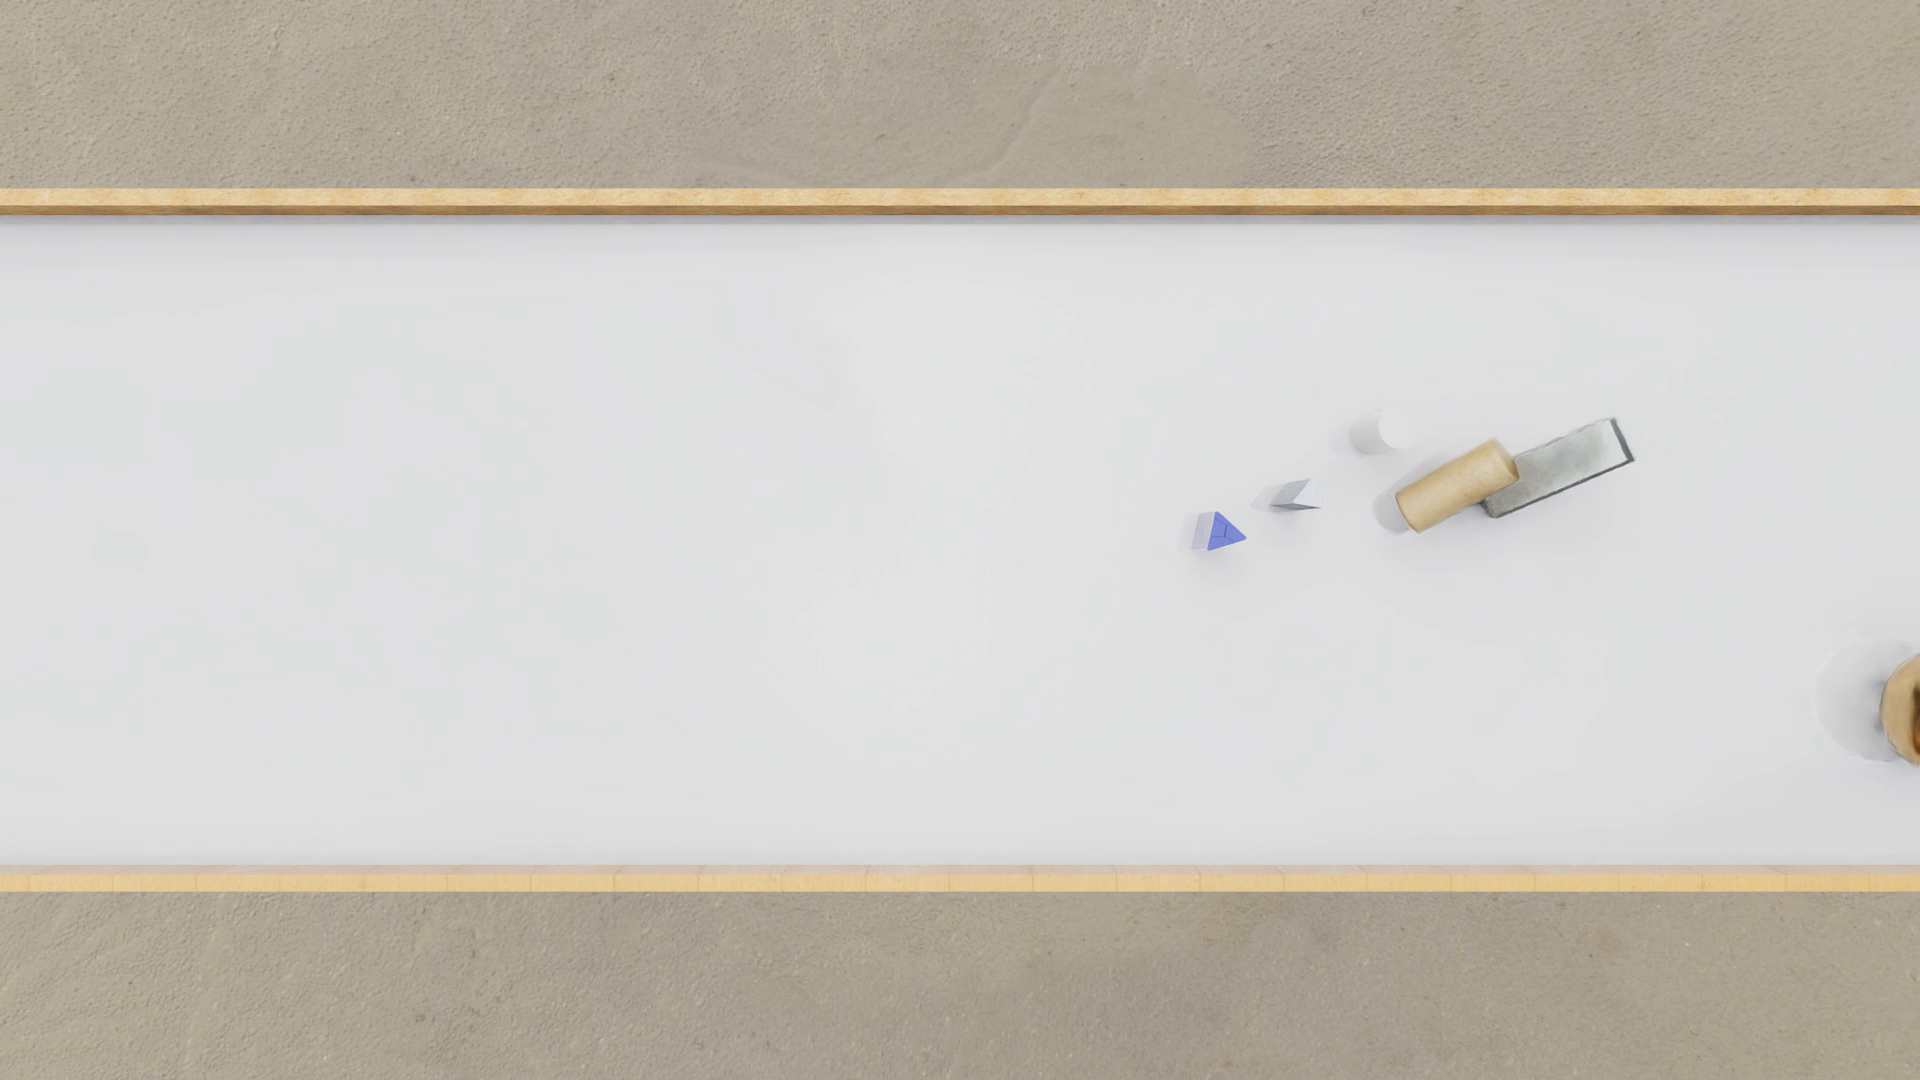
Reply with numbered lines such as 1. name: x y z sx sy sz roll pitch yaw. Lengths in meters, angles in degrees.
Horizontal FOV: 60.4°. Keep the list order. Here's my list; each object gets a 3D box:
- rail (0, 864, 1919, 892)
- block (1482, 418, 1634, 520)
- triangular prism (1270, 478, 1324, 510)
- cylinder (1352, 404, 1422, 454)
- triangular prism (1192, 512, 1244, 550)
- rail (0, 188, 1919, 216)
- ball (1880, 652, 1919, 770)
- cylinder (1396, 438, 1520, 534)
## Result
1. rail: -2.247 1.025 5.001 12.000 0.150 0.050 0 90 0
2. block: 1.781 -0.217 4.972 0.428 0.142 0.142 -24 90 9
3. triangular prism: 1.002 -0.138 4.894 0.089 0.364 0.077 10 90 0
4. cylinder: 1.267 -0.327 4.912 0.128 0.329 0.128 0 90 0
5. triangular prism: 0.755 -0.035 4.914 0.116 0.325 0.101 -17 90 0
6. rail: -2.247 -1.025 5.002 12.000 0.150 0.050 0 90 0
7. ball: 2.946 0.510 4.879 0.396 0.396 0.396 0 90 0
8. cylinder: 1.475 -0.160 4.898 0.328 0.144 0.144 -33 90 28
